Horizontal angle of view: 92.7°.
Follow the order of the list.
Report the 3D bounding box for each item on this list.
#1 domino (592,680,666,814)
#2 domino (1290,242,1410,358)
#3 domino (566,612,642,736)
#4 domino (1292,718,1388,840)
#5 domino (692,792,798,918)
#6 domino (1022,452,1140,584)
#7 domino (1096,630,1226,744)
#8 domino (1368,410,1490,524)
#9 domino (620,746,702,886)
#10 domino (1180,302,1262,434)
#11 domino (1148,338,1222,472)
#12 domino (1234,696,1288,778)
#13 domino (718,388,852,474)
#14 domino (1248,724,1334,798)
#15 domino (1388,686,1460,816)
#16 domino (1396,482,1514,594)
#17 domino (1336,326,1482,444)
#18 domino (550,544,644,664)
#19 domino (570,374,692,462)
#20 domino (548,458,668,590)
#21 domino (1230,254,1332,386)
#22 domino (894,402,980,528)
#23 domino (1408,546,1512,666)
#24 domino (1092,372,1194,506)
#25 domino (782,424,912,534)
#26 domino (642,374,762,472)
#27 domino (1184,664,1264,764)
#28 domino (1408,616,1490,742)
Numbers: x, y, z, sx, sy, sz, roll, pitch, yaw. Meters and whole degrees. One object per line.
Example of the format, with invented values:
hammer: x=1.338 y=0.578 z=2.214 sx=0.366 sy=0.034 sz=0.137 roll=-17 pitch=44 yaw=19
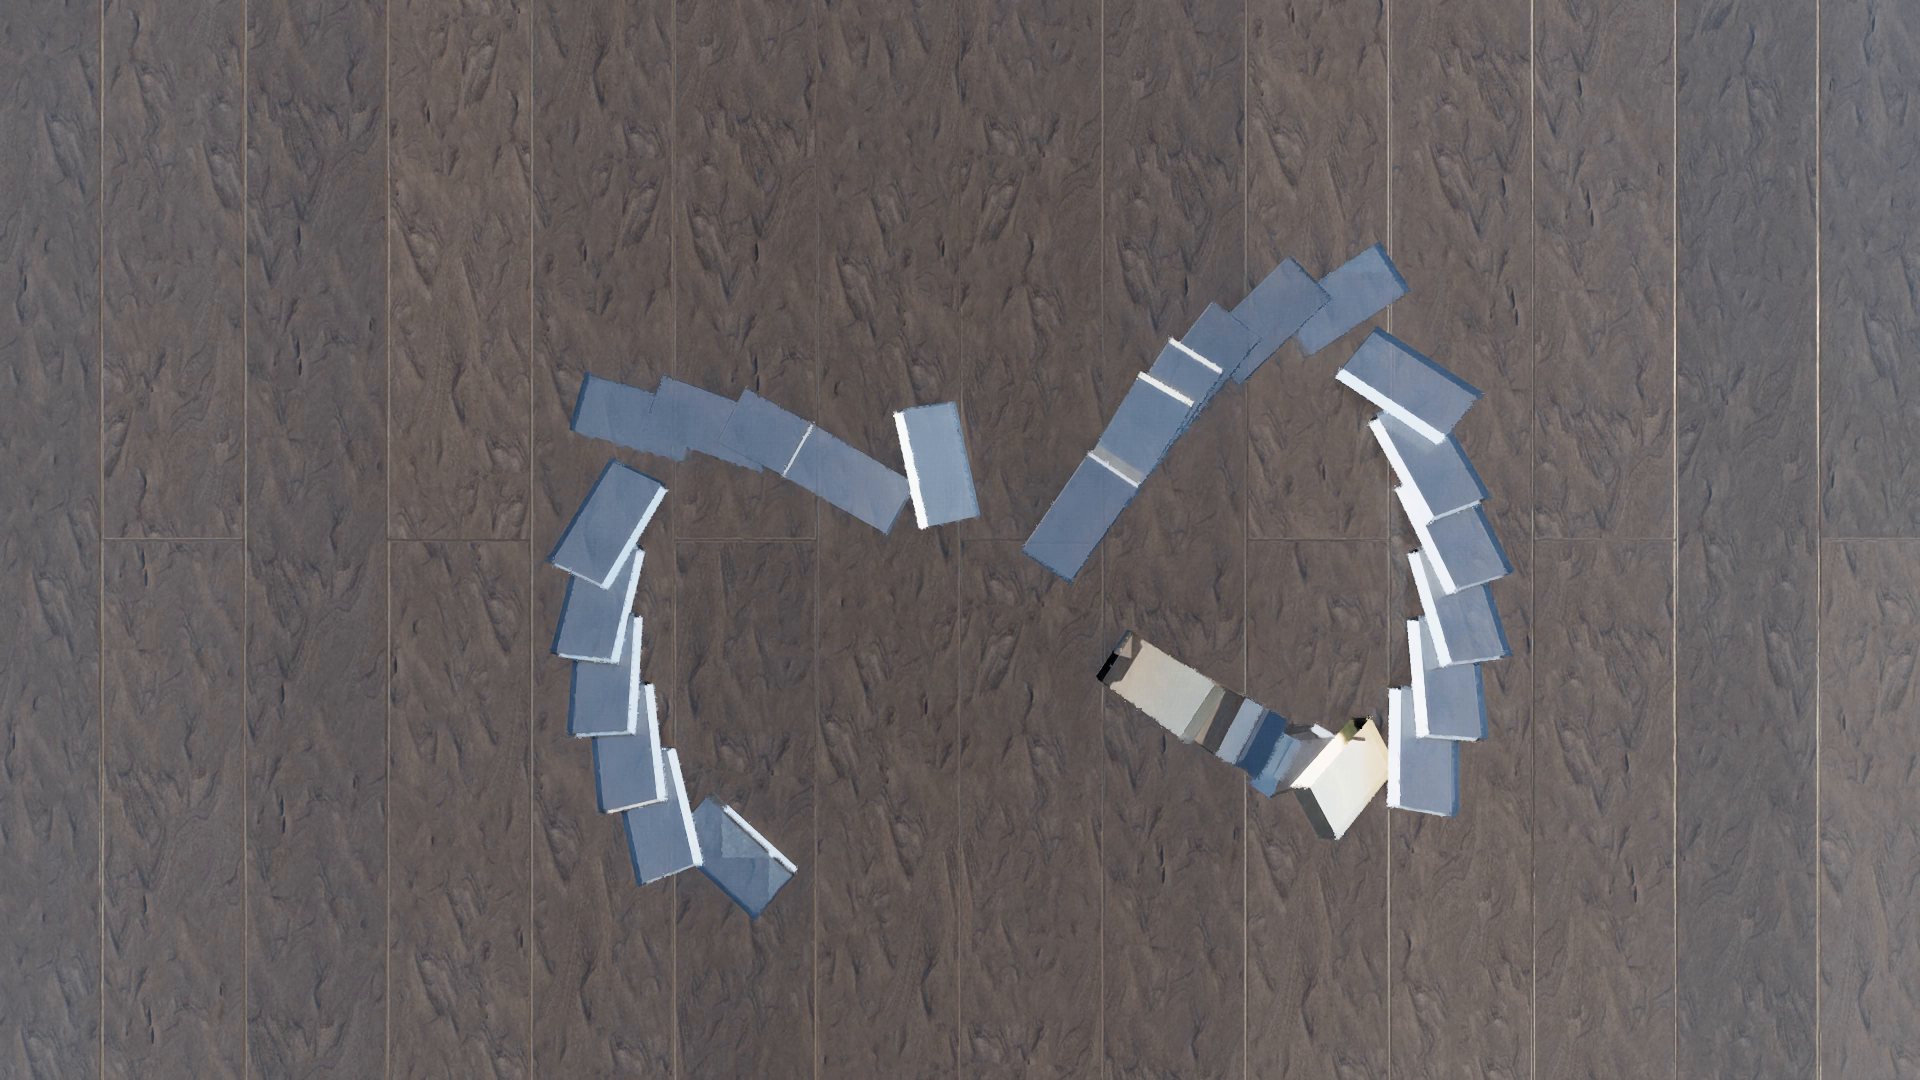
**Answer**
domino: x=-0.141 y=0.087 z=0.388 sx=0.025 sy=0.010 sz=0.050 roll=-13 pitch=71 yaw=0
domino: x=0.165 y=-0.103 z=0.395 sx=0.050 sy=0.009 sz=0.025 roll=-33 pitch=90 yaw=0
domino: x=-0.150 y=0.057 z=0.388 sx=0.025 sy=0.009 sz=0.050 roll=-3 pitch=72 yaw=0
domino: x=0.161 y=0.099 z=0.382 sx=0.050 sy=0.010 sz=0.025 roll=-32 pitch=96 yaw=-32
domino: x=-0.098 y=0.136 z=0.395 sx=0.050 sy=0.010 sz=0.025 roll=42 pitch=90 yaw=0
domino: x=0.051 y=-0.009 z=0.388 sx=0.025 sy=0.010 sz=0.050 roll=34 pitch=108 yaw=0
domino: x=0.082 y=0.059 z=0.378 sx=0.010 sy=0.050 sz=0.025 roll=33 pitch=90 yaw=-40
domino: x=0.198 y=-0.035 z=0.388 sx=0.025 sy=0.009 sz=0.050 roll=-21 pitch=72 yaw=-1
domino: x=-0.128 y=0.116 z=0.387 sx=0.025 sy=0.010 sz=0.050 roll=-20 pitch=71 yaw=0
domino: x=0.100 y=-0.073 z=0.388 sx=0.025 sy=0.009 sz=0.050 roll=37 pitch=107 yaw=0
domino: x=0.084 y=-0.056 z=0.384 sx=0.025 sy=0.009 sz=0.050 roll=32 pitch=118 yaw=1
domino: x=0.118 y=0.079 z=0.375 sx=0.010 sy=0.050 sz=0.025 roll=28 pitch=90 yaw=7
domino: x=-0.074 y=-0.041 z=0.388 sx=0.050 sy=0.010 sz=0.025 roll=28 pitch=89 yaw=-18
domino: x=0.137 y=0.090 z=0.375 sx=0.009 sy=0.050 sz=0.025 roll=32 pitch=102 yaw=36
domino: x=0.196 y=0.089 z=0.388 sx=0.025 sy=0.010 sz=0.050 roll=10 pitch=72 yaw=0
domino: x=0.208 y=-0.005 z=0.388 sx=0.025 sy=0.009 sz=0.050 roll=-17 pitch=71 yaw=0
domino: x=0.189 y=-0.066 z=0.387 sx=0.050 sy=0.010 sz=0.025 roll=39 pitch=83 yaw=15
domino: x=-0.153 y=0.025 z=0.387 sx=0.025 sy=0.009 sz=0.050 roll=7 pitch=71 yaw=0
domino: x=-0.139 y=-0.052 z=0.395 sx=0.050 sy=0.009 sz=0.025 roll=15 pitch=90 yaw=0
domino: x=-0.148 y=-0.007 z=0.388 sx=0.025 sy=0.010 sz=0.050 roll=25 pitch=72 yaw=1
domino: x=0.128 y=-0.093 z=0.388 sx=0.025 sy=0.010 sz=0.050 roll=45 pitch=107 yaw=0
domino: x=-0.010 y=-0.032 z=0.391 sx=0.025 sy=0.010 sz=0.050 roll=-12 pitch=90 yaw=-25
domino: x=0.211 y=0.026 z=0.388 sx=0.025 sy=0.009 sz=0.050 roll=-8 pitch=71 yaw=0
domino: x=0.073 y=-0.042 z=0.383 sx=0.025 sy=0.009 sz=0.050 roll=30 pitch=118 yaw=2
domino: x=-0.047 y=-0.025 z=0.388 sx=0.050 sy=0.009 sz=0.025 roll=30 pitch=89 yaw=-18
domino: x=-0.105 y=-0.049 z=0.388 sx=0.050 sy=0.010 sz=0.025 roll=19 pitch=90 yaw=-17
domino: x=0.101 y=0.070 z=0.375 sx=0.009 sy=0.050 sz=0.025 roll=28 pitch=90 yaw=-17
domino: x=0.206 y=0.058 z=0.388 sx=0.025 sy=0.010 sz=0.050 roll=4 pitch=72 yaw=0
